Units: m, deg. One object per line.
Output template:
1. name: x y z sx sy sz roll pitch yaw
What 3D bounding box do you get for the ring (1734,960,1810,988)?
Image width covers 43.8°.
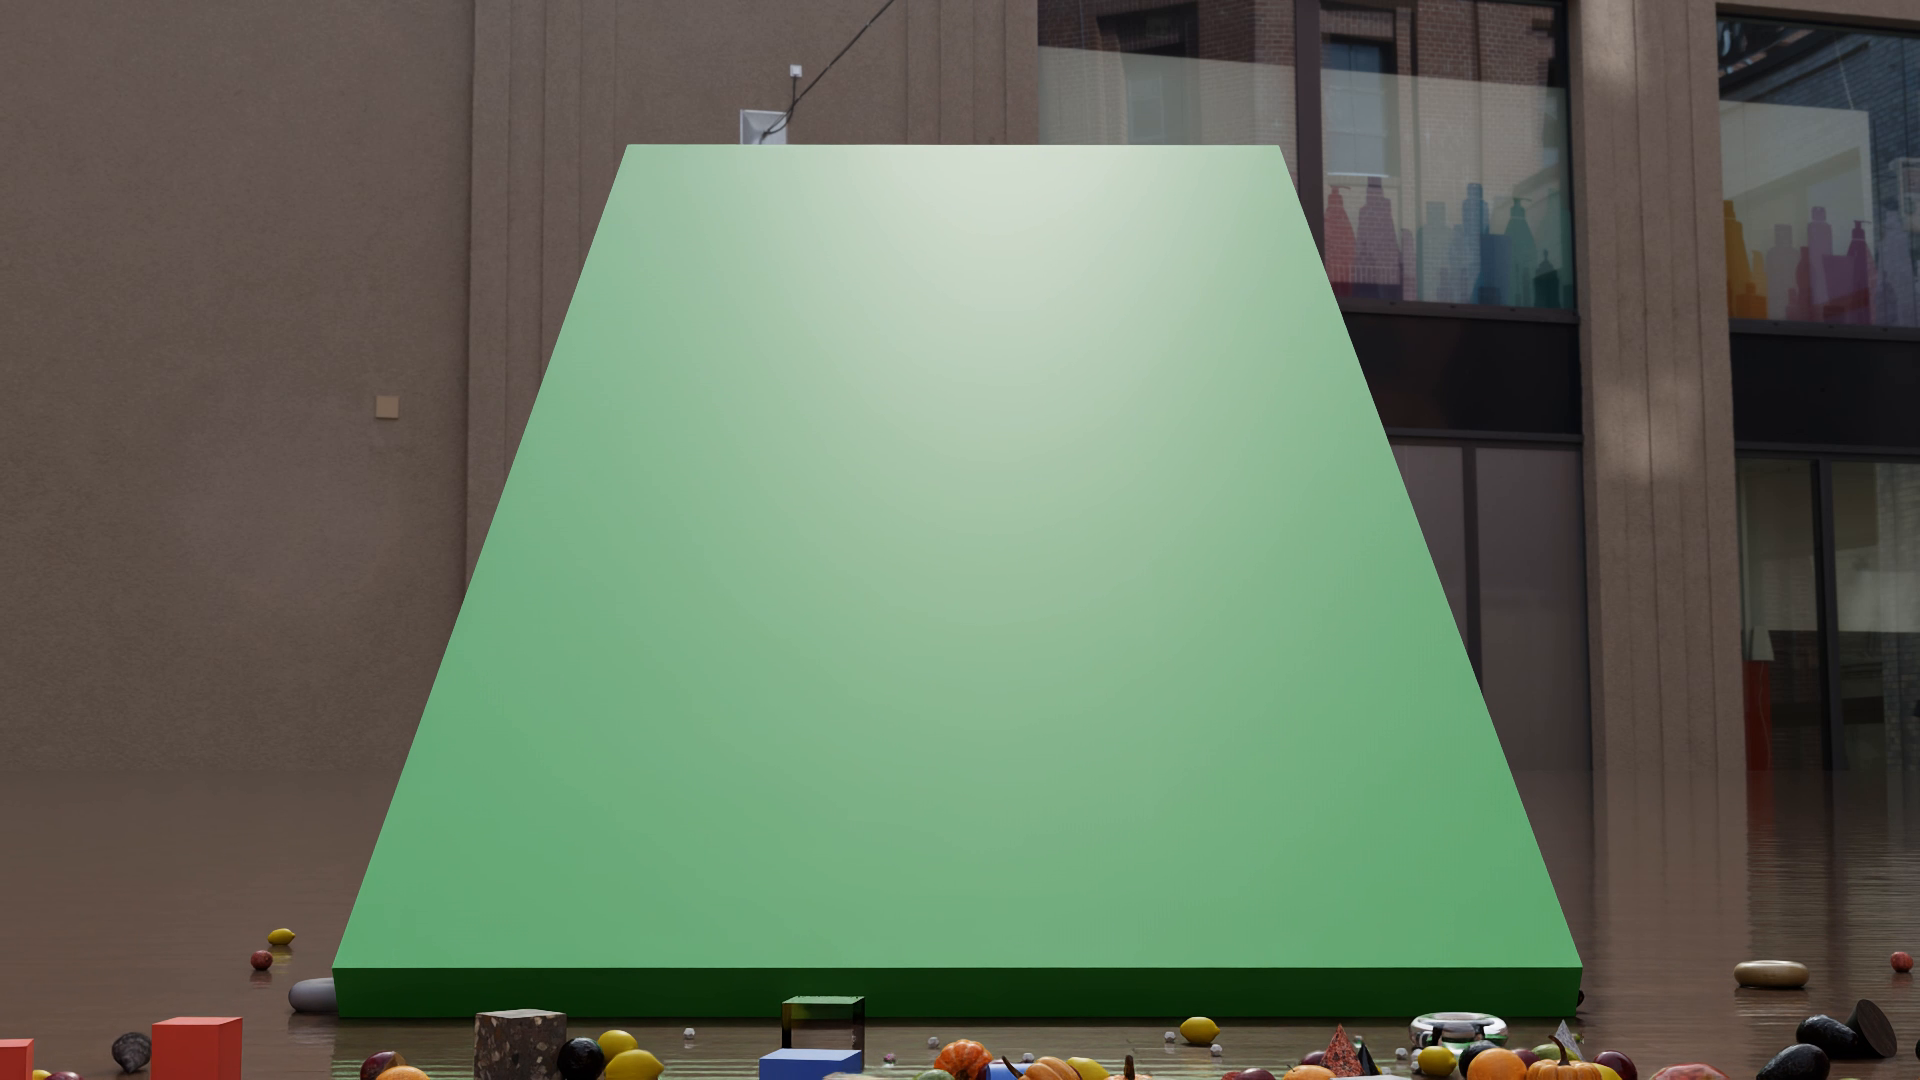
1. ring: 1.494 0.800 4.402 0.134 0.045 0.134 -1 -6 0

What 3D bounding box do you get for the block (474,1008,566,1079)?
1. block: -0.571 0.657 3.102 0.084 0.084 0.084 5 -7 -43

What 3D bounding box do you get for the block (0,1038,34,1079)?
1. block: -1.136 0.632 2.808 0.080 0.080 0.080 1 -6 -16

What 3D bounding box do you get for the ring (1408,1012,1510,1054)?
1. ring: 0.715 0.707 3.430 0.143 0.048 0.143 -1 -5 0

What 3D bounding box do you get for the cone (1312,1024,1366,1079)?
1. cone: 0.455 0.627 2.855 0.099 0.099 0.099 0 -5 0

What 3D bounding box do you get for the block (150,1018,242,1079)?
1. block: -0.961 0.649 3.012 0.085 0.085 0.085 0 -5 3

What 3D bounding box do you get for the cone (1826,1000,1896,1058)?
1. cone: 1.258 0.706 3.376 0.086 0.086 0.086 5 -34 -43

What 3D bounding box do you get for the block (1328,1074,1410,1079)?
1. block: 0.439 0.604 2.499 0.077 0.077 0.077 2 -6 -23

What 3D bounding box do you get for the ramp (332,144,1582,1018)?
1. ramp: -0.012 -0.221 5.606 2.000 0.100 4.000 0 28 0

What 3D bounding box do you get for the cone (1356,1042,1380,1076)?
1. cone: 0.504 0.657 2.985 0.062 0.062 0.062 0 -5 0

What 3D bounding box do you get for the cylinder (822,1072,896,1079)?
1. cylinder: -0.101 0.600 2.491 0.083 0.083 0.083 -5 -7 42

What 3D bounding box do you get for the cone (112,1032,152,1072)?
1. cone: -1.103 0.695 3.182 0.055 0.055 0.055 1 21 -15

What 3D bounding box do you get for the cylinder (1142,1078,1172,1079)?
1. cylinder: 0.223 0.634 2.684 0.052 0.052 0.052 0 -5 0

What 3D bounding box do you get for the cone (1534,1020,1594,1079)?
1. cone: 0.782 0.660 3.095 0.078 0.078 0.078 0 -5 0

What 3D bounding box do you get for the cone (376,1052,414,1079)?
1. cone: -0.693 0.661 2.863 0.069 0.069 0.069 -26 -2 -8

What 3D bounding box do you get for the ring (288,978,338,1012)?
1. ring: -1.044 0.759 3.985 0.146 0.049 0.146 -1 -5 0

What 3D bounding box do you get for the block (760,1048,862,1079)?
1. block: -0.163 0.607 2.606 0.091 0.091 0.091 -1 -5 11

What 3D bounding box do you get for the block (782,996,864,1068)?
1. block: -0.182 0.660 3.184 0.094 0.094 0.094 -1 -5 8
